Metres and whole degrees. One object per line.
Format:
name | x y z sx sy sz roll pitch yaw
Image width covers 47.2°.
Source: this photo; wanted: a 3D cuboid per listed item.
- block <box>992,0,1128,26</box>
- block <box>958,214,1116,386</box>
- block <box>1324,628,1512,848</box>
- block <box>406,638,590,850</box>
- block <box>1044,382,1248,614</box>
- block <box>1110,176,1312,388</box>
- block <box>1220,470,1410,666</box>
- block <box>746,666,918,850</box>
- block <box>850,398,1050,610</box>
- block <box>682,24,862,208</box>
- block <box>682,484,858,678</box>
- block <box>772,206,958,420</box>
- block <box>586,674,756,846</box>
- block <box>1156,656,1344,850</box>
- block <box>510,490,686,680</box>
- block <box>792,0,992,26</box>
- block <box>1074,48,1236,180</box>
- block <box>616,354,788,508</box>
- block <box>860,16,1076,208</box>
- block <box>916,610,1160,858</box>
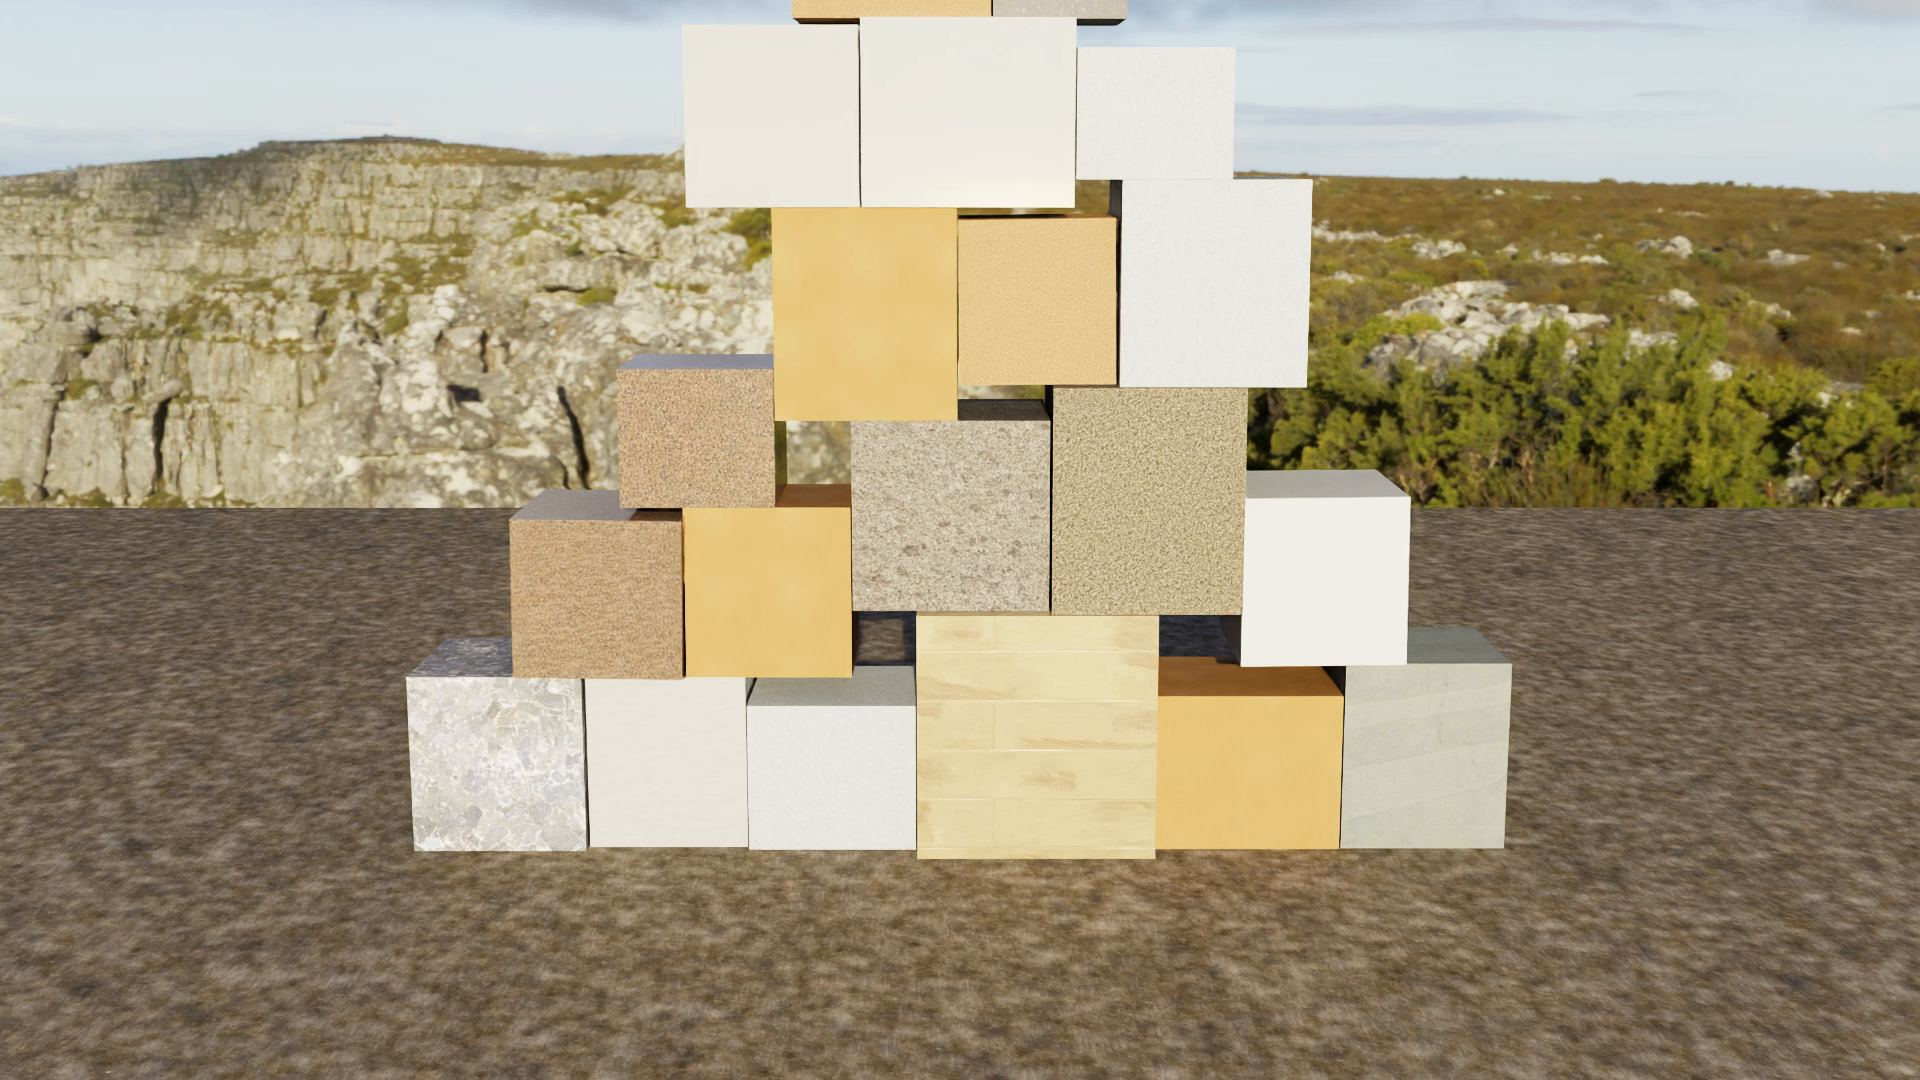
block | 0.473 -2.803 10.667 0.632 0.569 0.689 0 10 0
block | 0.372 -1.210 10.955 0.760 0.795 0.720 -1 10 0
block | 2.322 1.006 11.374 0.820 0.952 0.834 0 10 0
block | -2.301 1.040 11.354 0.861 0.892 0.865 0 10 0
block | 0.911 -0.274 11.116 0.929 1.106 1.044 0 10 0
block | 1.216 -1.301 10.924 0.895 0.983 0.931 0 10 0
block | 1.788 0.126 11.217 0.815 0.838 0.912 -1 10 0
block | -0.639 1.112 11.382 0.836 0.740 0.850 0 10 0
block | -0.045 -0.196 11.157 0.963 0.938 0.916 0 10 0
block | -0.889 -2.073 10.794 0.823 0.845 0.883 0 10 0
block | -0.947 0.194 11.213 0.822 0.854 0.759 0 10 0
block | -0.455 -1.155 10.956 0.883 1.021 0.852 0 10 0
block | -1.464 1.044 11.370 0.793 0.877 0.772 0 10 0
block | 1.439 1.087 11.382 0.925 0.789 0.850 0 10 0
block | -1.779 0.210 11.214 0.832 0.792 0.935 1 10 0
block | -0.322 -2.910 10.648 0.937 0.784 0.779 0 10 0
block | 0.926 -2.088 10.792 0.744 0.614 0.774 0 10 0
block | -1.282 -0.561 11.072 0.759 0.680 0.773 0 10 0
block | 0.038 -2.092 10.800 1.009 0.878 0.931 0 10 0
block | 0.377 0.869 11.352 1.177 1.228 1.171 0 10 0
